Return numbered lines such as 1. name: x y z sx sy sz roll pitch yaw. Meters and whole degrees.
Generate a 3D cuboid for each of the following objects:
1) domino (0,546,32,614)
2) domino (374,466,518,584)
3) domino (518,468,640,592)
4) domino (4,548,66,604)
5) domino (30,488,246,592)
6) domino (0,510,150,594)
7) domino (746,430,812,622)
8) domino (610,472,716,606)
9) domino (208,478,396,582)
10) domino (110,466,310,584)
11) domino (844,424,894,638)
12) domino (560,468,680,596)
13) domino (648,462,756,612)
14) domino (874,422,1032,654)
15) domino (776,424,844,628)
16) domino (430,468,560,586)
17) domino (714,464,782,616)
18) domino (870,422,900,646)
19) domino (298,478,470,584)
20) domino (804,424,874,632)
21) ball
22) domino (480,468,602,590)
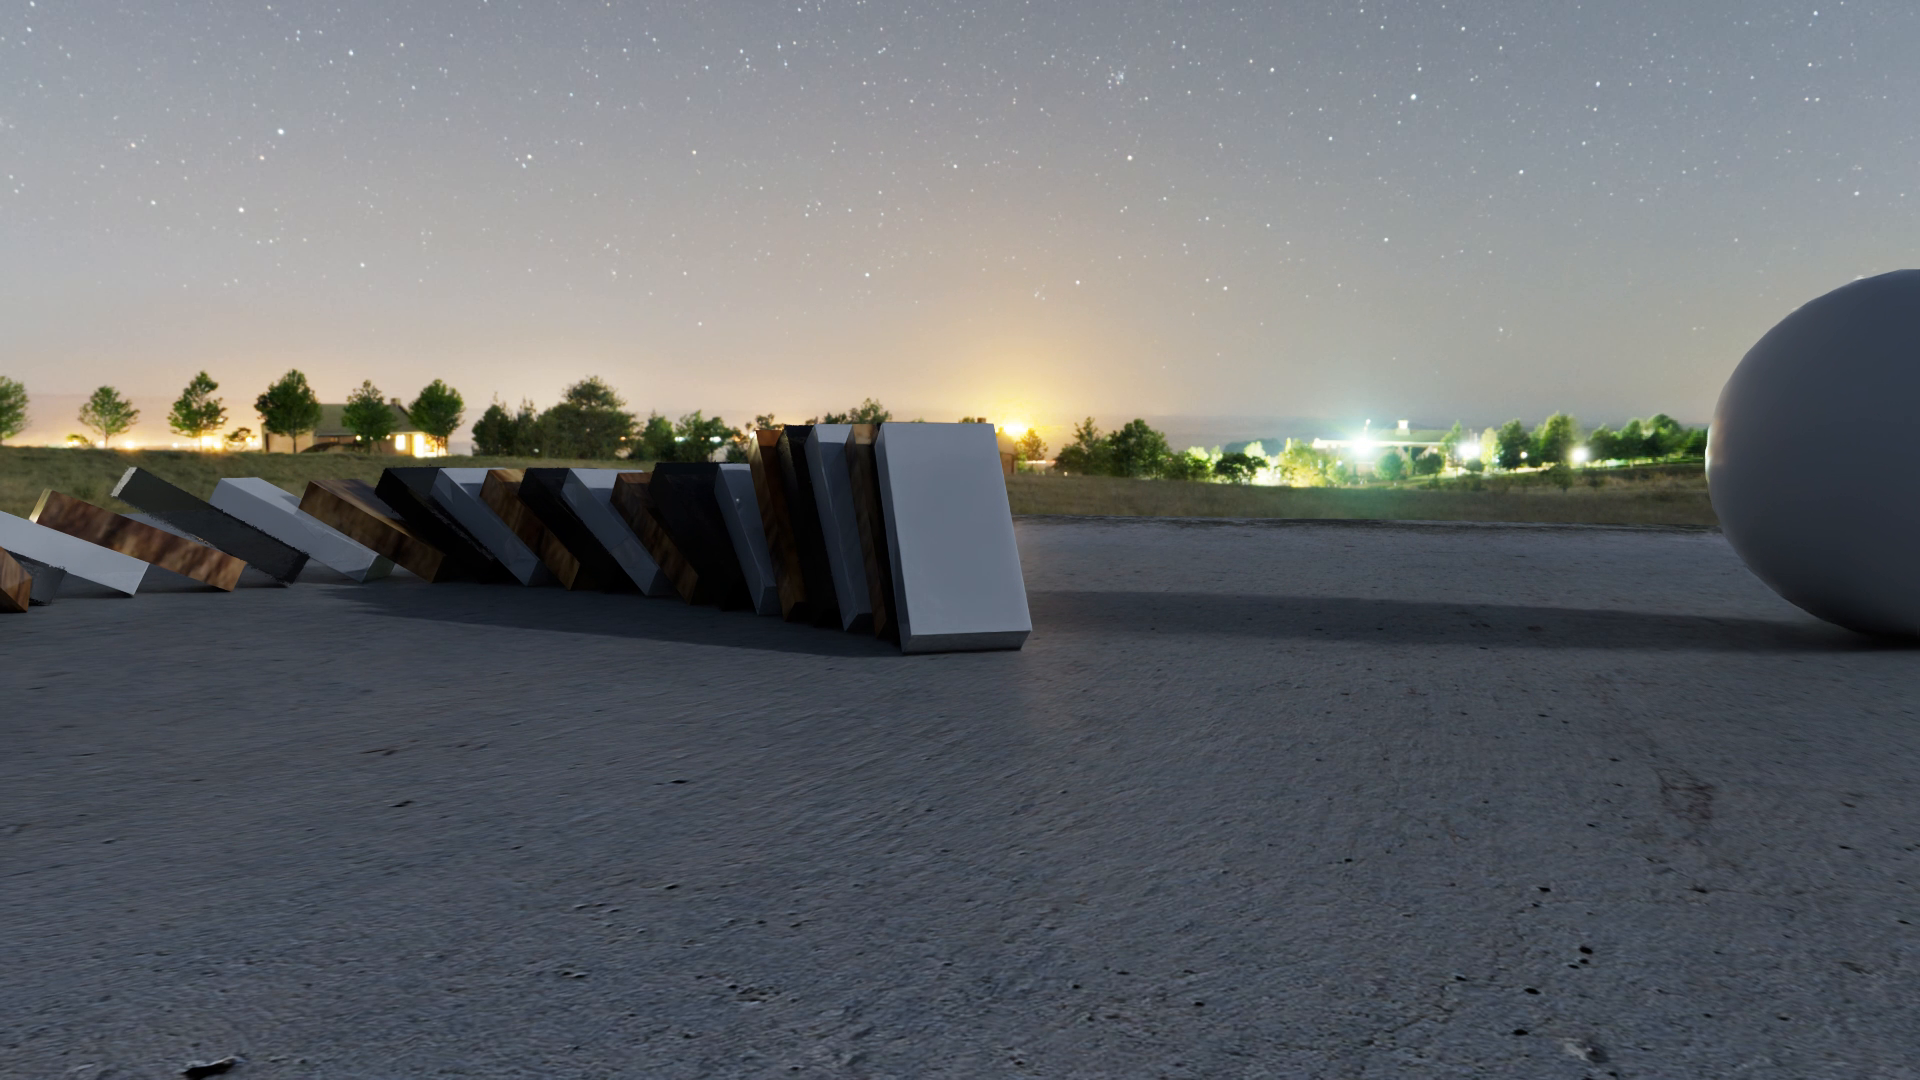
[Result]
1. domino: -0.242 0.004 0.301 0.025 0.009 0.050 -1 -23 -17
2. domino: -0.157 -0.005 0.405 0.050 0.010 0.025 36 16 16
3. domino: -0.107 -0.004 0.382 0.050 0.009 0.025 40 25 28
4. domino: -0.262 0.002 0.328 0.025 0.009 0.050 2 -22 36
5. domino: -0.233 0.000 0.365 0.050 0.009 0.025 29 -15 -37
6. domino: -0.252 0.001 0.350 0.050 0.009 0.025 29 -16 -35
7. domino: -0.036 -0.004 0.320 0.025 0.050 0.010 -2 -31 -26
8. domino: -0.075 -0.002 0.359 0.025 0.009 0.050 -4 37 -43
9. domino: -0.203 -0.003 0.400 0.050 0.010 0.025 28 1 -7
10. domino: -0.219 -0.004 0.376 0.050 0.009 0.025 36 -19 -33
11. domino: -0.010 -0.003 0.292 0.025 0.050 0.009 -2 -29 -19
12. domino: -0.092 -0.003 0.372 0.025 0.009 0.050 -2 36 -50
13. domino: -0.062 -0.002 0.346 0.025 0.009 0.050 -4 42 -40
14. domino: -0.002 -0.001 0.270 0.025 0.050 0.010 -1 -29 -15
15. domino: -0.027 -0.004 0.310 0.025 0.050 0.009 -2 -28 -26
16. domino: -0.139 -0.005 0.400 0.050 0.010 0.025 38 20 22
17. domino: -0.046 -0.001 0.335 0.025 0.009 0.050 -1 40 -26
18. domino: -0.004 -0.002 0.281 0.025 0.050 0.009 -1 -29 -15
19. domino: -0.179 -0.003 0.406 0.050 0.009 0.025 28 8 7
20. domino: -0.019 -0.004 0.302 0.025 0.050 0.010 -2 -28 -26
21. ball: 0.207 -0.018 0.276 0.080 0.080 0.080 0 4 0
22. domino: -0.121 -0.004 0.391 0.050 0.009 0.025 39 24 26
